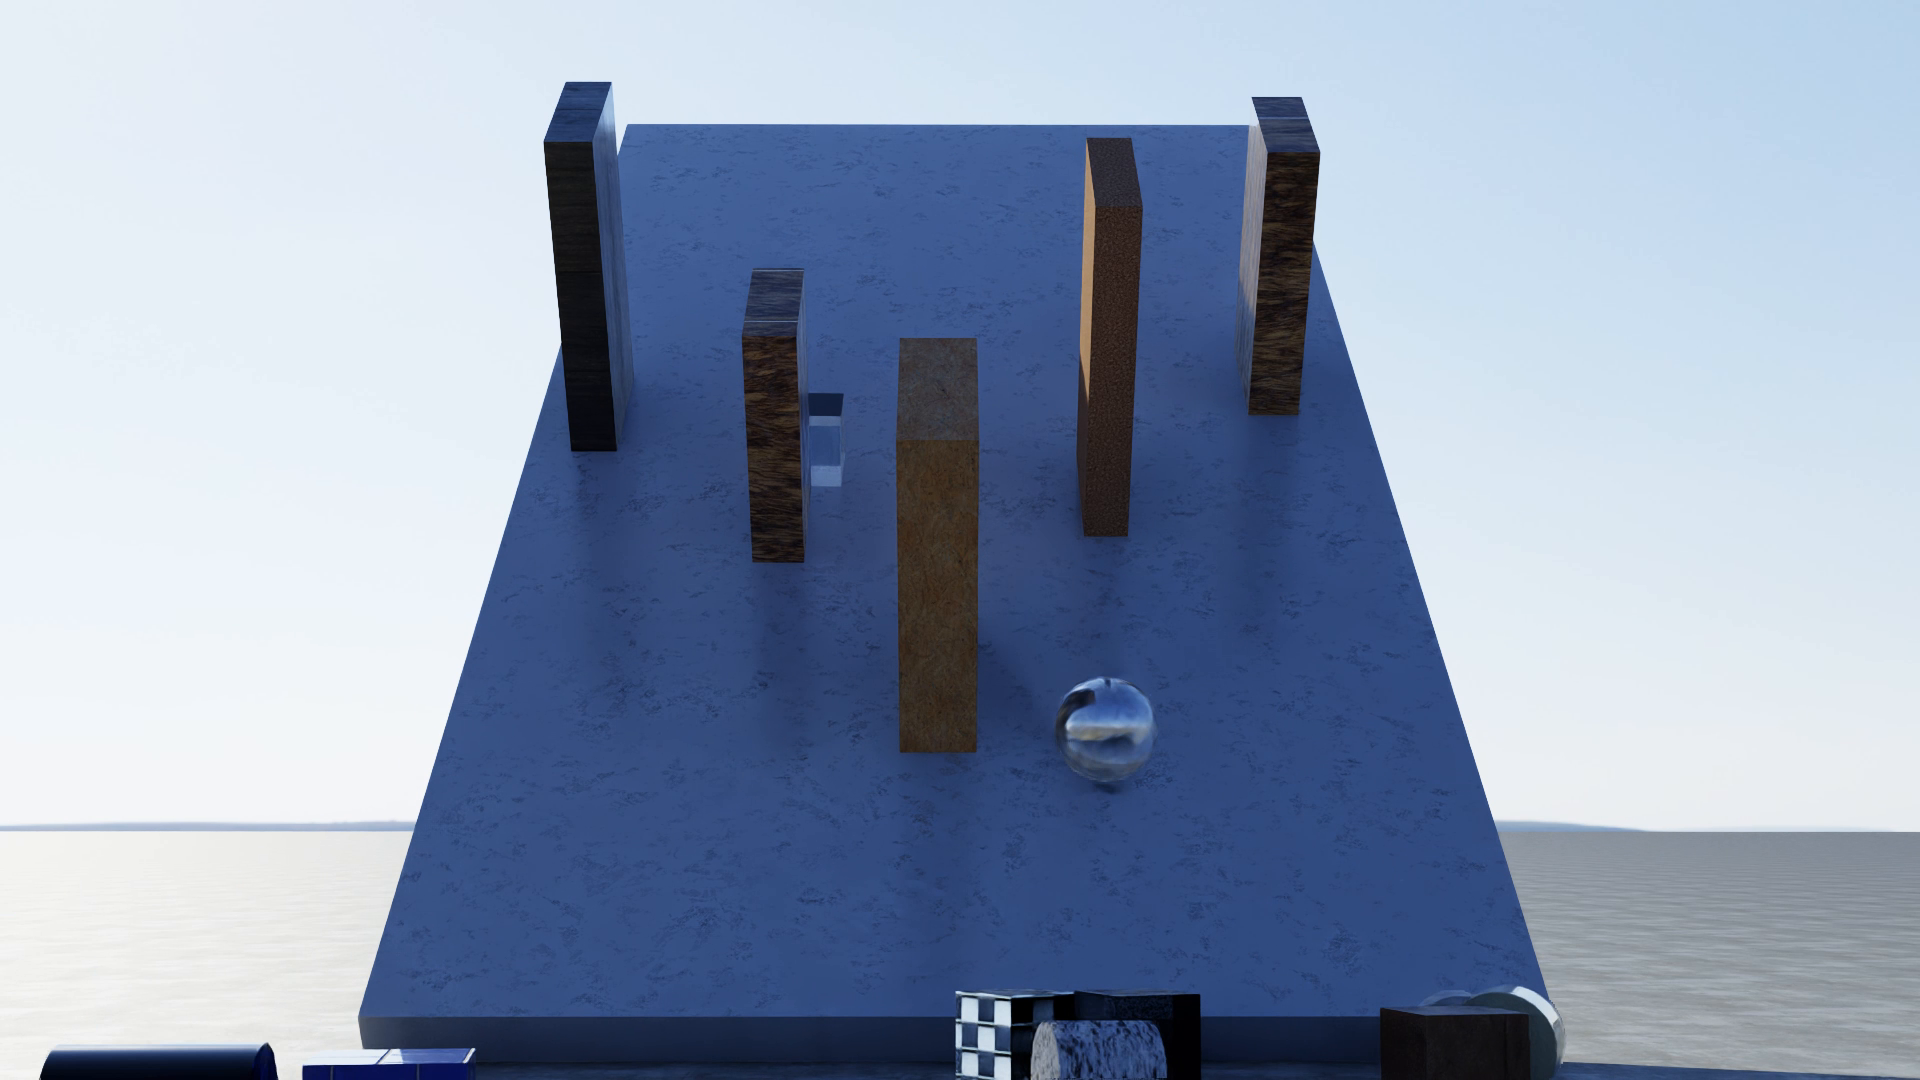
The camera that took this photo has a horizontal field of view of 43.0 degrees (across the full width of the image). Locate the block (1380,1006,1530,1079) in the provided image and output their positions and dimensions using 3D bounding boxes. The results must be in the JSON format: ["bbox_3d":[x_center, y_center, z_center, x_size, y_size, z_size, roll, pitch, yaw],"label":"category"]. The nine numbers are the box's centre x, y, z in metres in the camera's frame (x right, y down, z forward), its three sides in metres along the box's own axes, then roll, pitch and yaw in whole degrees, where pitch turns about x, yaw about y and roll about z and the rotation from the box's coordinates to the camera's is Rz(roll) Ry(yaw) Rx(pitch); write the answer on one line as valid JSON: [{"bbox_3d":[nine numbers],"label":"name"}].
[{"bbox_3d":[0.666,0.709,3.278,0.148,0.148,0.148,2,-7,-14],"label":"block"}]

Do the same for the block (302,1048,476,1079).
[{"bbox_3d":[-0.583,0.610,2.490,0.161,0.161,0.161,1,-7,-8],"label":"block"}]

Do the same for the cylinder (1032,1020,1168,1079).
[{"bbox_3d":[0.180,0.700,3.177,0.143,0.143,0.143,2,-7,-13],"label":"cylinder"}]

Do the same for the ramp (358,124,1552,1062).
[{"bbox_3d":[-0.014,-0.198,5.801,2.000,0.100,4.000,0,31,0],"label":"ramp"}]

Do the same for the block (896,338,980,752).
[{"bbox_3d":[-0.042,0.010,4.697,0.149,0.688,0.408,0,31,0],"label":"block"}]

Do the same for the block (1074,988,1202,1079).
[{"bbox_3d":[0.269,0.761,3.706,0.143,0.143,0.143,3,-7,-22],"label":"block"}]

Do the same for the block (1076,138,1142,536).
[{"bbox_3d":[0.324,-0.442,5.348,0.097,0.789,0.373,0,31,0],"label":"block"}]

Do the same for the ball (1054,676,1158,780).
[{"bbox_3d":[0.277,0.356,4.603,0.196,0.196,0.196,0,-7,0],"label":"ball"}]

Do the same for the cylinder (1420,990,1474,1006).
[{"bbox_3d":[0.767,0.769,3.753,0.139,0.139,0.139,-1,-7,7],"label":"cylinder"}]

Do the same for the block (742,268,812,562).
[{"bbox_3d":[-0.395,-0.271,5.295,0.112,0.547,0.333,0,31,0],"label":"block"}]

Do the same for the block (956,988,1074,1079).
[{"bbox_3d":[0.090,0.775,3.800,0.138,0.138,0.138,5,-8,-37],"label":"block"}]

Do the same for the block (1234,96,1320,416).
[{"bbox_3d":[0.757,-0.682,5.854,0.121,0.677,0.349,0,31,0],"label":"block"}]

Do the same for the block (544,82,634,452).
[{"bbox_3d":[-0.859,-0.635,5.673,0.107,0.773,0.368,0,31,0],"label":"block"}]

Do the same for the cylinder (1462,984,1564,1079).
[{"bbox_3d":[0.794,0.734,3.547,0.159,0.159,0.159,-2,-7,17],"label":"cylinder"}]

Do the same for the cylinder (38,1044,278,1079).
[{"bbox_3d":[-0.757,0.572,2.299,0.190,0.190,0.190,1,-7,-5],"label":"cylinder"}]

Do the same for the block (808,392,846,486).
[{"bbox_3d":[-0.349,-0.232,5.606,0.158,0.158,0.158,1,31,1],"label":"block"}]
